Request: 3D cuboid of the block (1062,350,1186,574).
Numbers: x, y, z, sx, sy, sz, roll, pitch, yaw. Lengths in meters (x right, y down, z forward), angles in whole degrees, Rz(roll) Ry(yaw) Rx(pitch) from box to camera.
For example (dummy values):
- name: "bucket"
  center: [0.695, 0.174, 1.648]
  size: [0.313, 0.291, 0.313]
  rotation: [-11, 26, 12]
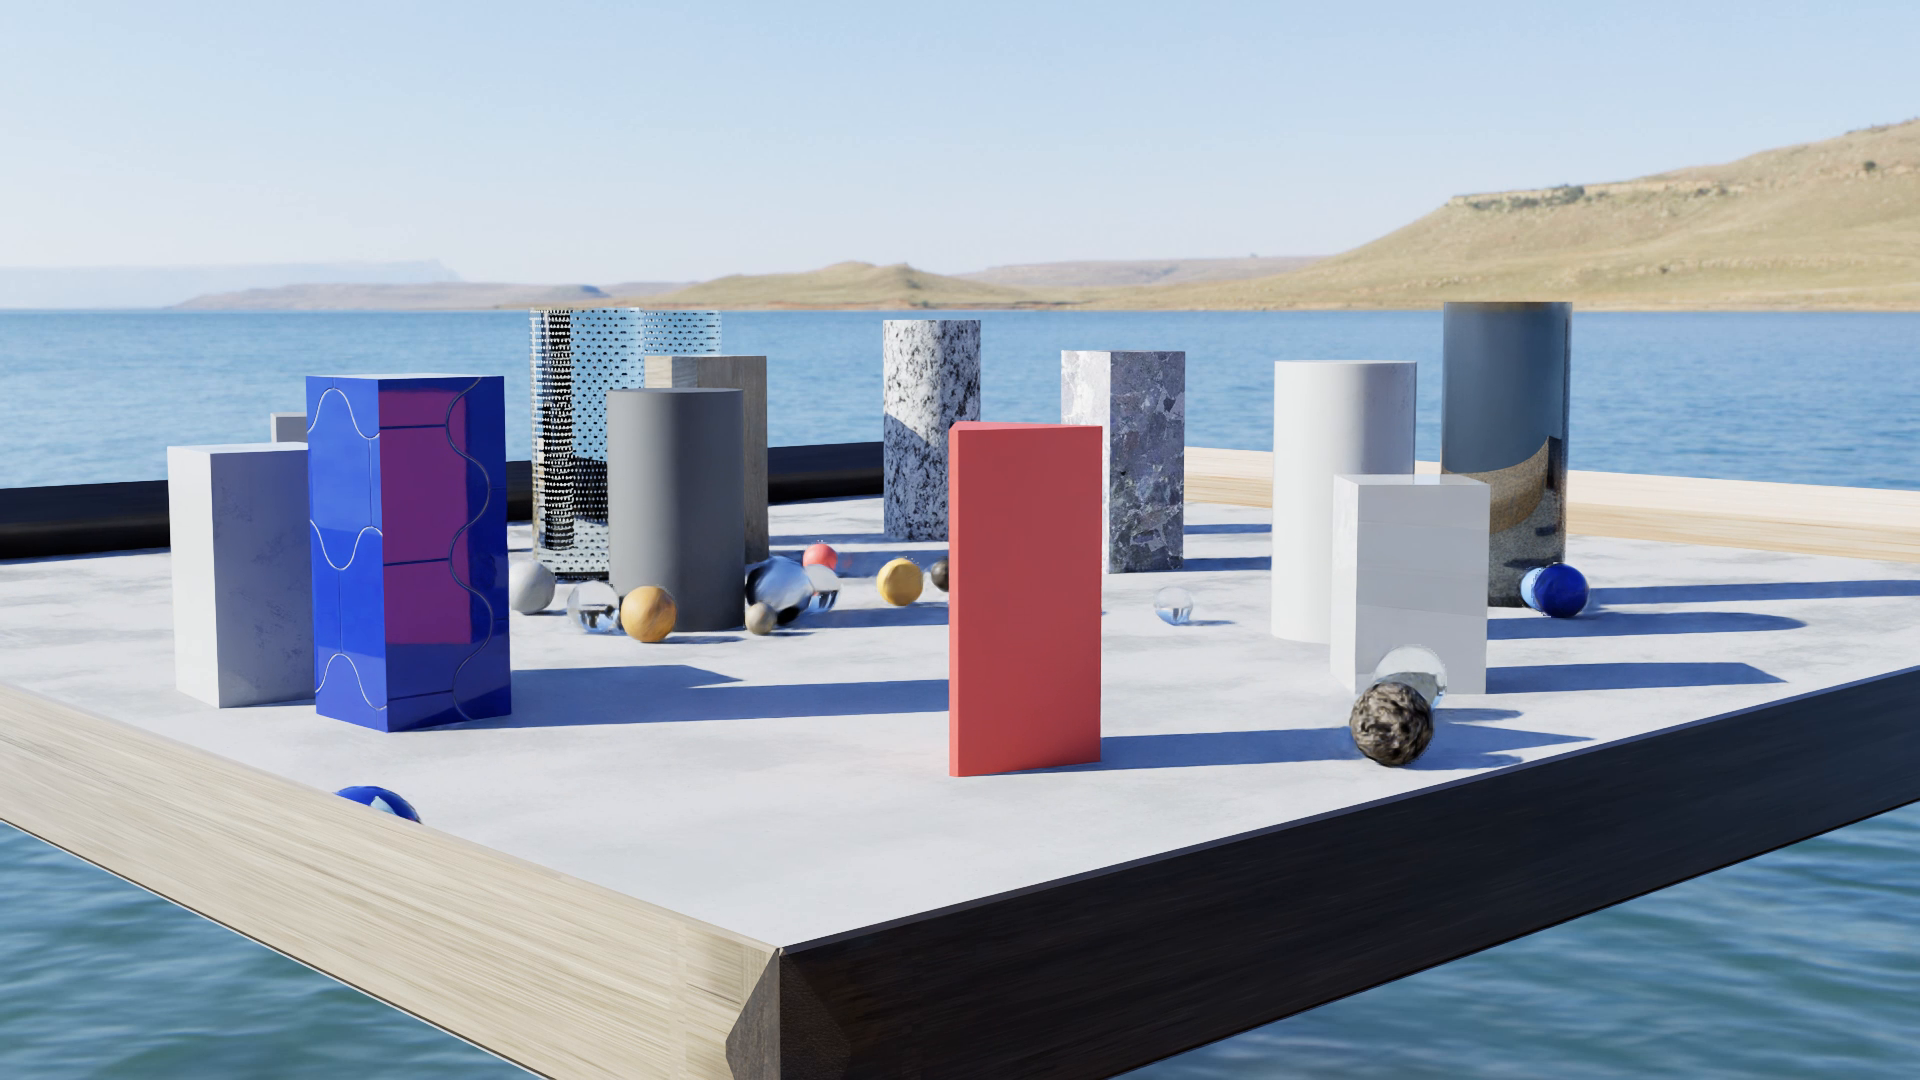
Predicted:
- name: "block"
  center: [0.279, -0.139, 3.779]
  size: [0.152, 0.371, 0.152]
  rotation: [-3, 7, -29]

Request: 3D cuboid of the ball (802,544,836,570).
- name: "ball"
  center: [-0.233, 0.033, 3.652]
  size: [0.056, 0.056, 0.056]
  rotation: [0, 6, 0]

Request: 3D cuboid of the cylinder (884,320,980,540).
- name: "cylinder"
  center: [-0.055, -0.219, 4.305]
  size: [0.190, 0.421, 0.190]
  rotation: [0, 6, 0]

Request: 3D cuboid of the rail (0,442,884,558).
- name: "rail"
  center: [-1.059, -0.088, 4.473]
  size: [3.170, 0.124, 0.045]
  rotation: [-6, 8, -42]

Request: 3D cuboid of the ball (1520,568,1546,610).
- name: "ball"
  center: [0.861, 0.072, 3.248]
  size: [0.064, 0.064, 0.064]
  rotation: [0, 6, 0]

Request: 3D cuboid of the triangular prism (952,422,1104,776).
- name: "triangular prism"
  center: [0.034, 0.051, 2.179]
  size: [0.165, 0.331, 0.143]
  rotation: [-3, 7, -27]

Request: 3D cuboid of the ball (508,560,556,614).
- name: "ball"
  center: [-0.630, 0.069, 3.212]
  size: [0.078, 0.078, 0.078]
  rotation: [0, 6, 0]

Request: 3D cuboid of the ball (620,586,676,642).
- name: "ball"
  center: [-0.417, 0.099, 2.940]
  size: [0.076, 0.076, 0.076]
  rotation: [0, 6, 0]

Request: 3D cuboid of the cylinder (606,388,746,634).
- name: "cylinder"
  center: [-0.400, -0.046, 3.100]
  size: [0.190, 0.330, 0.190]
  rotation: [0, 6, 0]

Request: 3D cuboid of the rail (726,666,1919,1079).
- name: "rail"
  center: [1.059, 0.153, 2.191]
  size: [3.170, 0.124, 0.045]
  rotation: [-6, 8, -42]

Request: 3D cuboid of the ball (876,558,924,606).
- name: "ball"
  center: [-0.089, 0.064, 3.296]
  size: [0.071, 0.071, 0.071]
  rotation: [0, 6, 0]

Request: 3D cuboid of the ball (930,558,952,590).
- name: "ball"
  center: [-0.021, 0.055, 3.473]
  size: [0.051, 0.051, 0.051]
  rotation: [0, 6, 0]

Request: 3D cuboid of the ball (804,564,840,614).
- name: "ball"
  center: [-0.211, 0.072, 3.206]
  size: [0.074, 0.074, 0.074]
  rotation: [0, 6, 0]

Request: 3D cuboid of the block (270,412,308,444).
- name: "block"
  center: [-1.024, -0.066, 3.548]
  size: [0.152, 0.275, 0.152]
  rotation: [-2, 6, -20]

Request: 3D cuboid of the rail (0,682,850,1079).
- name: "rail"
  center: [-1.148, 0.143, 2.279]
  size: [0.045, 0.124, 3.169]
  rotation: [-6, 8, -42]

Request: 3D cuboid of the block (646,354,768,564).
- name: "block"
  center: [-0.445, -0.142, 3.857]
  size: [0.152, 0.362, 0.152]
  rotation: [-6, 8, -44]

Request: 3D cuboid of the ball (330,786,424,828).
- name: "ball"
  center: [-0.441, 0.228, 1.621]
  size: [0.094, 0.094, 0.094]
  rotation: [0, 6, 0]

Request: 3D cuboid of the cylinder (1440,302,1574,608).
- name: "cylinder"
  center: [0.829, -0.135, 3.350]
  size: [0.190, 0.454, 0.190]
  rotation: [0, 6, 0]

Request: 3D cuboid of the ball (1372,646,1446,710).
- name: "ball"
  center: [0.490, 0.154, 2.399]
  size: [0.078, 0.078, 0.078]
  rotation: [0, 6, 0]

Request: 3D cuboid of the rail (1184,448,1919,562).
- name: "rail"
  center: [1.148, -0.079, 4.385]
  size: [0.045, 0.124, 3.169]
  rotation: [-6, 8, -42]

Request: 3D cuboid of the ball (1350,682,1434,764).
- name: "ball"
  center: [0.422, 0.179, 2.150]
  size: [0.081, 0.081, 0.081]
  rotation: [0, 6, 0]

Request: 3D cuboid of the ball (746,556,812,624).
- name: "ball"
  center: [-0.256, 0.071, 3.109]
  size: [0.095, 0.095, 0.095]
  rotation: [0, 6, 0]

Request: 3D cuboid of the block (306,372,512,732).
- name: "block"
  center: [-0.601, 0.007, 2.400]
  size: [0.152, 0.371, 0.152]
  rotation: [-6, 8, -44]

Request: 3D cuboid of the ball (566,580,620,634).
- name: "ball"
  center: [-0.504, 0.092, 3.021]
  size: [0.072, 0.072, 0.072]
  rotation: [0, 6, 0]

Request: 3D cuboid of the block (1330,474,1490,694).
- name: "block"
  center: [0.530, 0.050, 2.605]
  size: [0.152, 0.243, 0.152]
  rotation: [0, 6, -1]

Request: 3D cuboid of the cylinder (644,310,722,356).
- name: "cylinder"
  center: [-0.544, -0.214, 4.166]
  size: [0.190, 0.440, 0.190]
  rotation: [0, 6, 0]

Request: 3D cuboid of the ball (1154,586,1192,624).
- name: "ball"
  center: [0.301, 0.092, 3.105]
  size: [0.055, 0.055, 0.055]
  rotation: [0, 6, 0]

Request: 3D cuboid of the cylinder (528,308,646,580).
- name: "cylinder"
  center: [-0.620, -0.165, 3.673]
  size: [0.190, 0.445, 0.190]
  rotation: [0, 6, 0]

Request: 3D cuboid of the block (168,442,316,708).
- name: "block"
  center: [-0.811, 0.035, 2.543]
  size: [0.152, 0.285, 0.152]
  rotation: [-4, 7, -36]

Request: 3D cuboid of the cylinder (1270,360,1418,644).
- name: "cylinder"
  center: [0.522, -0.056, 2.996]
  size: [0.190, 0.372, 0.190]
  rotation: [0, 6, 0]

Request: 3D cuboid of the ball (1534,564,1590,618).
- name: "ball"
  center: [0.866, 0.074, 3.167]
  size: [0.078, 0.078, 0.078]
  rotation: [0, 6, 0]

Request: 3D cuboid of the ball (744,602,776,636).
- name: "ball"
  center: [-0.272, 0.108, 3.003]
  size: [0.044, 0.044, 0.044]
  rotation: [0, 6, 0]
